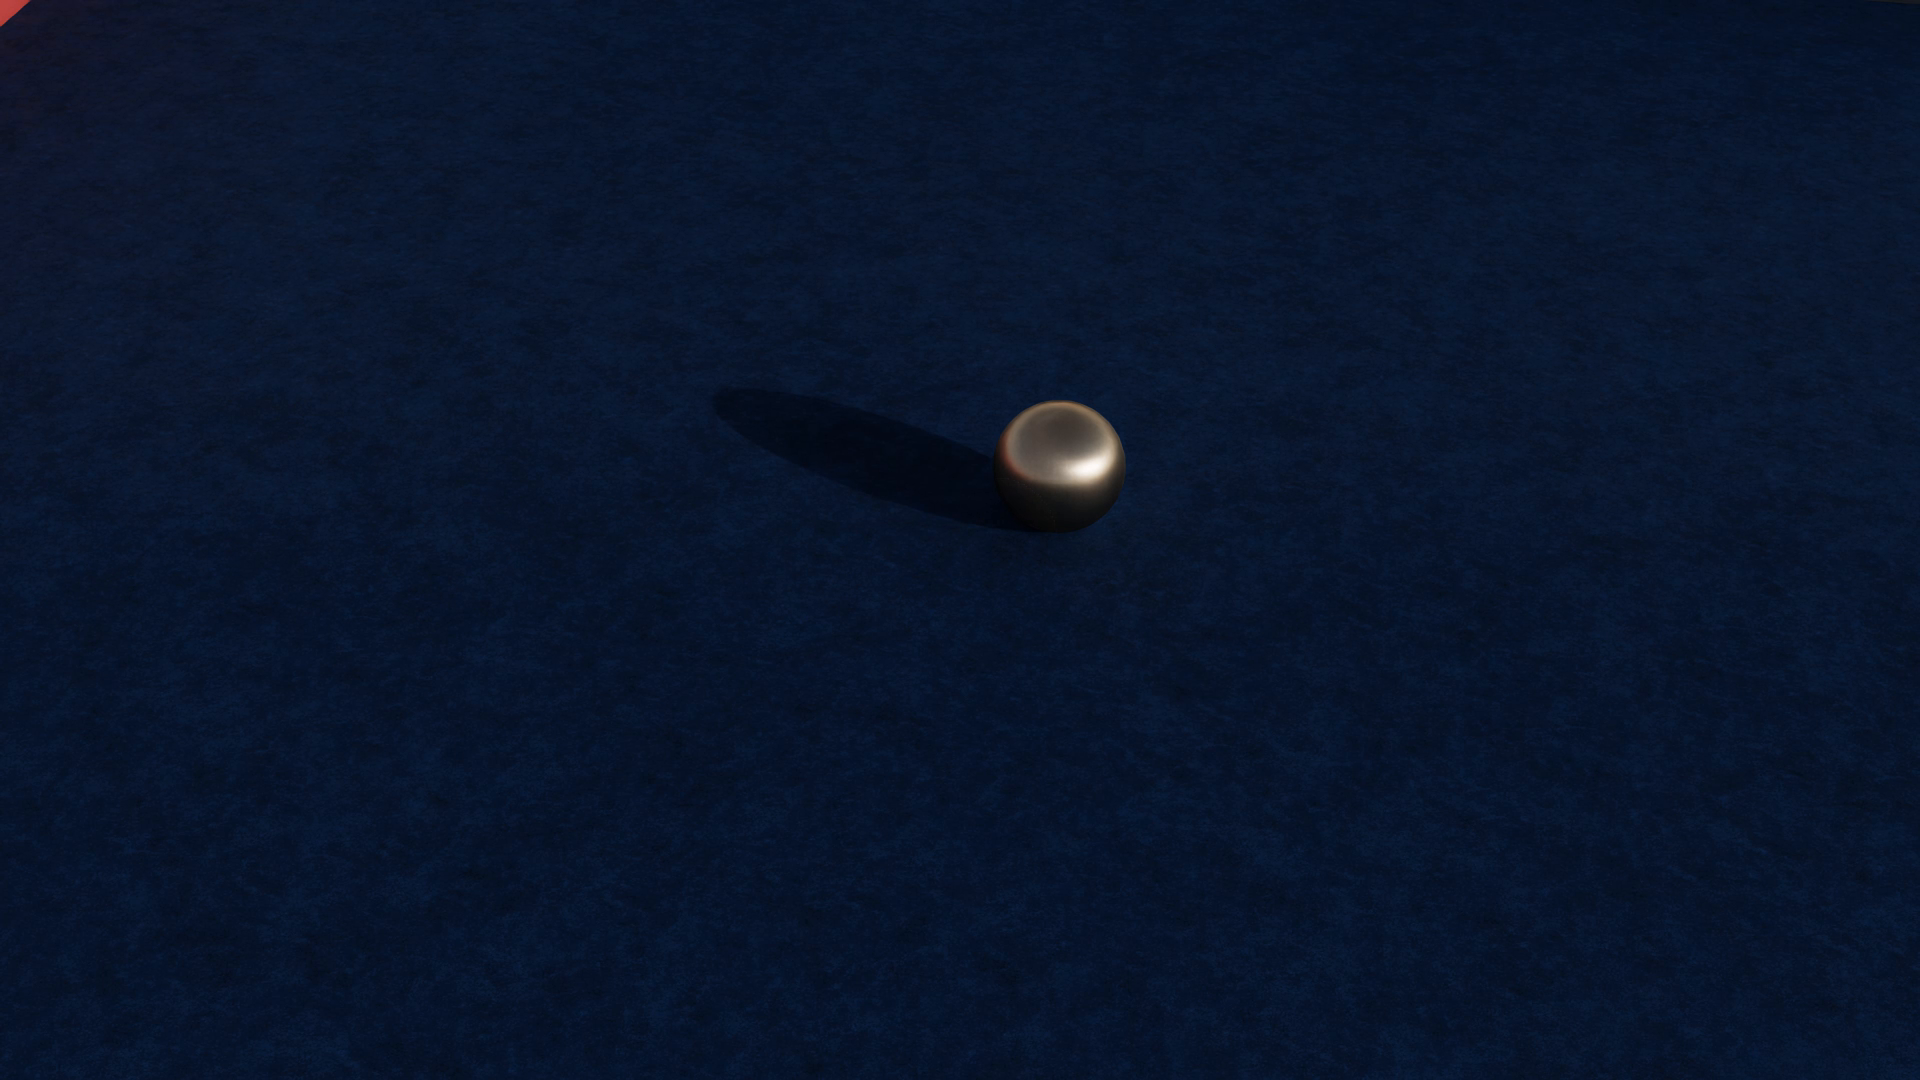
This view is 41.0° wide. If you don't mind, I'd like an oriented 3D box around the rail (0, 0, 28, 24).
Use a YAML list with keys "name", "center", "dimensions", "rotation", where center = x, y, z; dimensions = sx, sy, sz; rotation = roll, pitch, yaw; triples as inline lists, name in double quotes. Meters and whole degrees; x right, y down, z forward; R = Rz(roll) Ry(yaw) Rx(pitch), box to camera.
- name: "rail"
  center: [-1.034, -0.121, 1.849]
  dimensions: [0.045, 0.120, 2.230]
  rotation: [6, 36, 8]

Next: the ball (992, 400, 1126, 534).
- name: "ball"
  center: [0.069, -0.051, 1.776]
  dimensions: [0.092, 0.092, 0.092]
  rotation: [0, 35, 0]

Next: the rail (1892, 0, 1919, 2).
- name: "rail"
  center: [1.242, -0.536, 2.435]
  dimensions: [4.292, 0.120, 0.045]
  rotation: [6, 36, 8]
